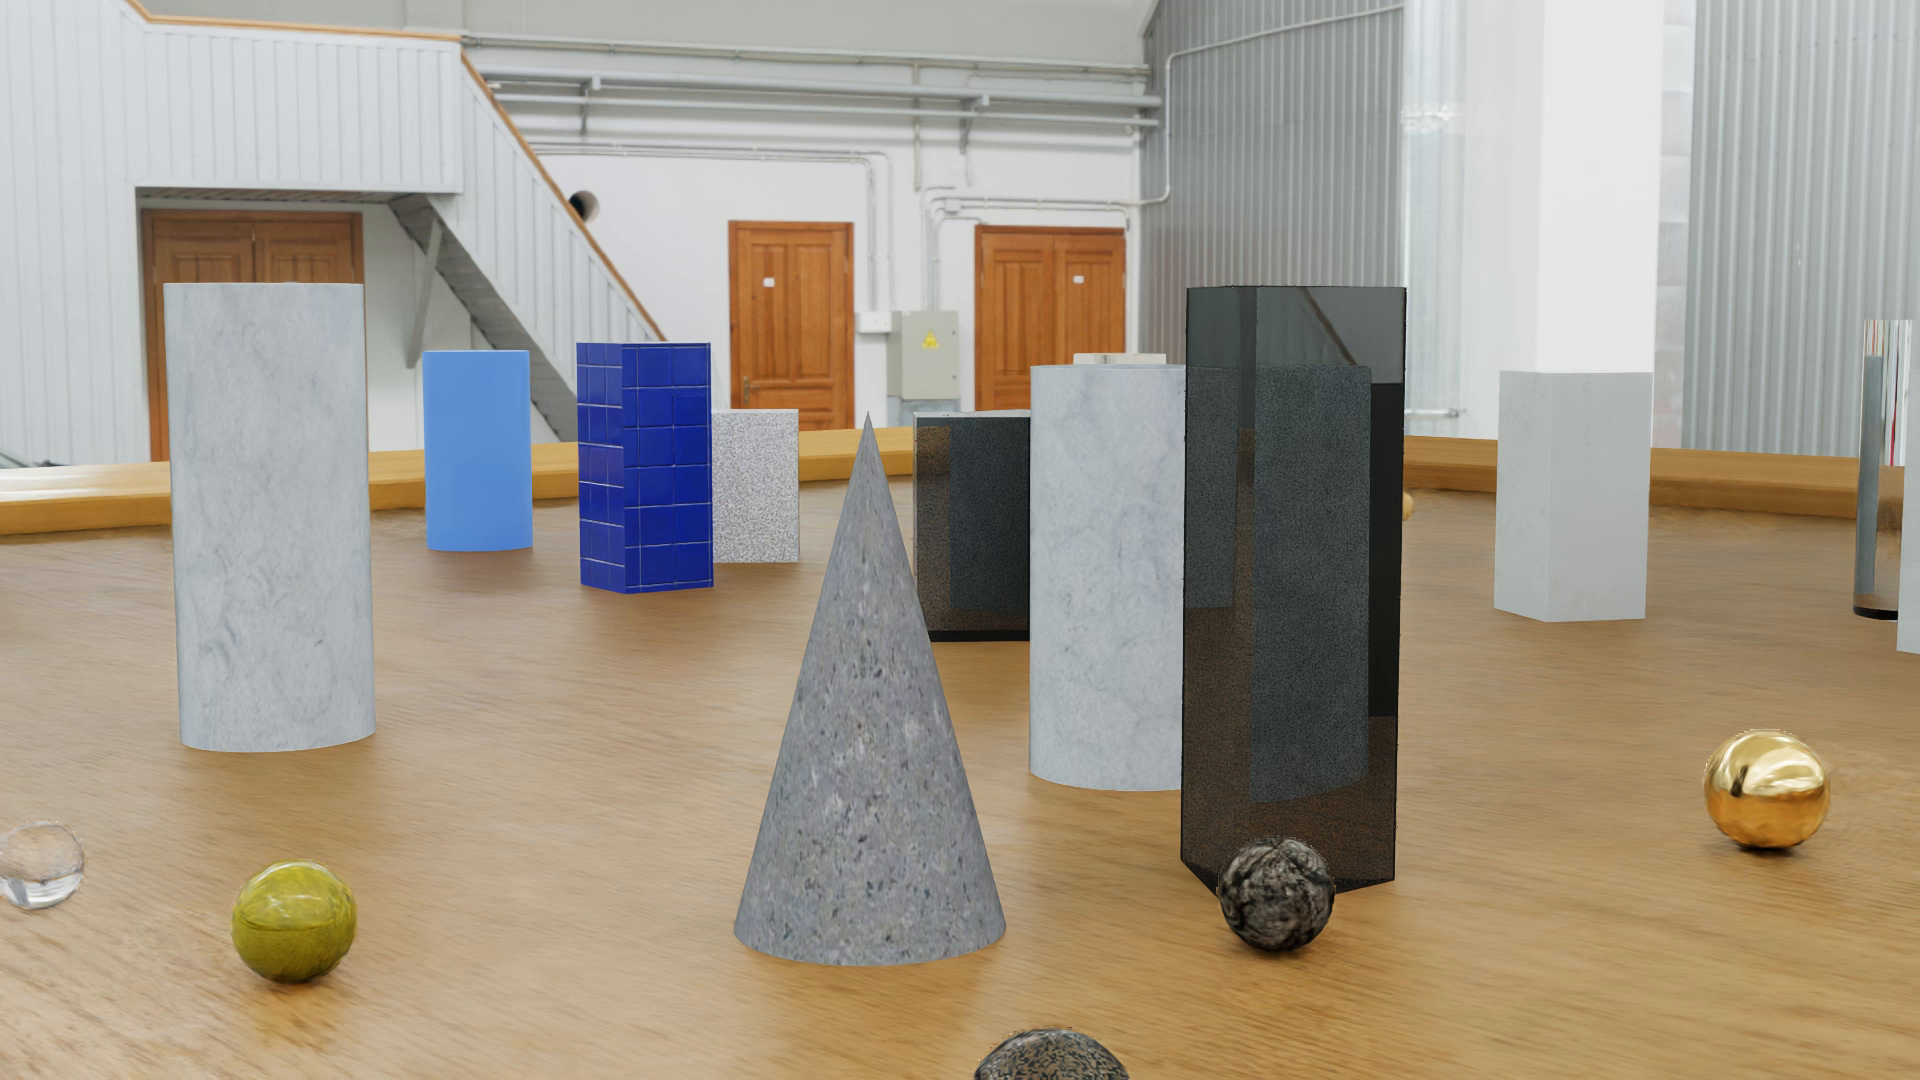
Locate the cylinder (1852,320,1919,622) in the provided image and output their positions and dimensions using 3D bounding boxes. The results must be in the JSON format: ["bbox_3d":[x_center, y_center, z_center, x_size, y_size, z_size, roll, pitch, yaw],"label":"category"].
[{"bbox_3d":[1.415,-0.104,3.201,0.198,0.431,0.198,0,6,0],"label":"cylinder"}]

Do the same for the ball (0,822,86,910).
[{"bbox_3d":[-0.687,0.243,1.641,0.065,0.065,0.065,0,6,0],"label":"ball"}]

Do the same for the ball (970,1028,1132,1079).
[{"bbox_3d":[0.045,0.288,1.094,0.089,0.089,0.089,0,6,0],"label":"ball"}]

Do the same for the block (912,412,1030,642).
[{"bbox_3d":[0.017,-0.022,3.030,0.158,0.303,0.158,0,6,-3],"label":"block"}]

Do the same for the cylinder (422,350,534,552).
[{"bbox_3d":[-0.911,-0.172,4.158,0.198,0.368,0.198,0,6,0],"label":"cylinder"}]

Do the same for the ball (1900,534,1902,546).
[{"bbox_3d":[1.692,0.001,3.844,0.089,0.089,0.089,0,6,0],"label":"ball"}]

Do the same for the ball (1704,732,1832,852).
[{"bbox_3d":[0.667,0.207,1.817,0.099,0.099,0.099,0,6,0],"label":"ball"}]

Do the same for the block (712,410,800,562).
[{"bbox_3d":[-0.370,-0.100,3.962,0.158,0.265,0.158,0,6,-3],"label":"block"}]

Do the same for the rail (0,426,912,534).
[{"bbox_3d":[-1.386,-0.122,4.825,4.724,0.128,0.045,-5,8,-42],"label":"rail"}]

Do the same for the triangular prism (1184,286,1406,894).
[{"bbox_3d":[0.228,0.036,1.711,0.171,0.462,0.148,-5,8,-38],"label":"triangular prism"}]

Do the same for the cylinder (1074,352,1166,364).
[{"bbox_3d":[0.341,-0.223,4.722,0.198,0.352,0.198,0,6,0],"label":"cylinder"}]

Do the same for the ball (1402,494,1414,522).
[{"bbox_3d":[0.933,-0.070,4.659,0.060,0.060,0.060,0,6,0],"label":"ball"}]

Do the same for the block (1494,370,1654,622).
[{"bbox_3d":[0.898,-0.069,3.229,0.158,0.357,0.158,-2,6,-14],"label":"block"}]

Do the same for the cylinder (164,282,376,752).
[{"bbox_3d":[-0.719,-0.030,2.297,0.198,0.471,0.198,0,6,0],"label":"cylinder"}]

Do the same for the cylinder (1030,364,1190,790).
[{"bbox_3d":[0.166,0.029,2.123,0.198,0.391,0.198,0,6,0],"label":"cylinder"}]

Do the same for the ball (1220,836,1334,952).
[{"bbox_3d":[0.220,0.247,1.532,0.079,0.079,0.079,0,6,0],"label":"ball"}]

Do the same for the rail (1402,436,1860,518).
[{"bbox_3d":[1.718,-0.131,4.909,0.045,0.128,4.134,-5,8,-42],"label":"rail"}]

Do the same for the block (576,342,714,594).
[{"bbox_3d":[-0.509,-0.122,3.552,0.158,0.393,0.158,-4,7,-36],"label":"block"}]

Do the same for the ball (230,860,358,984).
[{"bbox_3d":[-0.442,0.254,1.461,0.081,0.081,0.081,0,6,0],"label":"ball"}]

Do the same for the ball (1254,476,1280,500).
[{"bbox_3d":[0.721,-0.122,5.165,0.058,0.058,0.058,0,6,0],"label":"ball"}]

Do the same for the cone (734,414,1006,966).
[{"bbox_3d":[-0.065,0.094,1.577,0.198,0.375,0.198,0,6,0],"label":"cone"}]

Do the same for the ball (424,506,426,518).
[{"bbox_3d":[-0.997,-0.055,4.292,0.095,0.095,0.095,0,6,0],"label":"ball"}]

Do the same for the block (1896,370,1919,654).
[{"bbox_3d":[1.338,-0.034,2.838,0.158,0.367,0.158,-3,7,-28],"label":"block"}]

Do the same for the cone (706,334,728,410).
[{"bbox_3d":[-0.515,-0.227,4.530,0.198,0.399,0.198,0,6,0],"label":"cone"}]

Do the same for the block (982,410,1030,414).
[{"bbox_3d":[0.094,-0.049,3.354,0.158,0.290,0.158,6,8,44],"label":"block"}]
